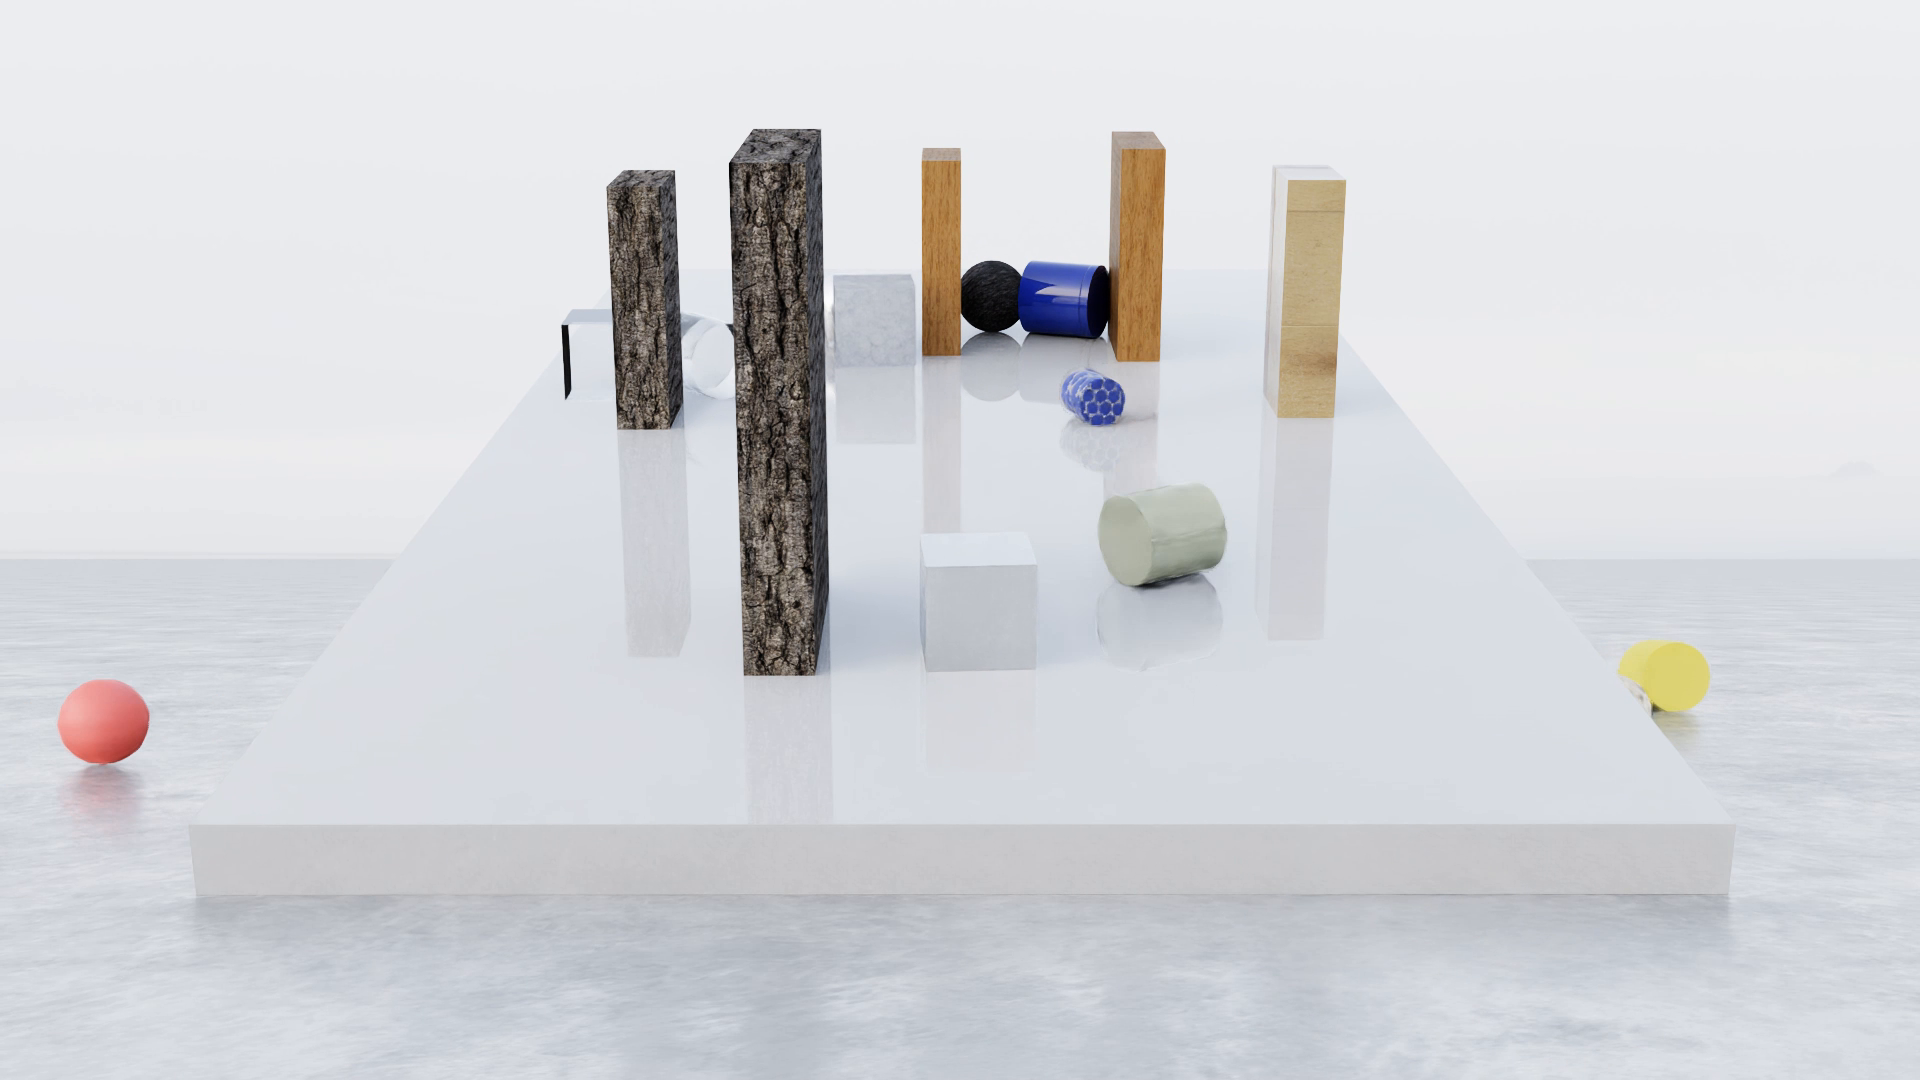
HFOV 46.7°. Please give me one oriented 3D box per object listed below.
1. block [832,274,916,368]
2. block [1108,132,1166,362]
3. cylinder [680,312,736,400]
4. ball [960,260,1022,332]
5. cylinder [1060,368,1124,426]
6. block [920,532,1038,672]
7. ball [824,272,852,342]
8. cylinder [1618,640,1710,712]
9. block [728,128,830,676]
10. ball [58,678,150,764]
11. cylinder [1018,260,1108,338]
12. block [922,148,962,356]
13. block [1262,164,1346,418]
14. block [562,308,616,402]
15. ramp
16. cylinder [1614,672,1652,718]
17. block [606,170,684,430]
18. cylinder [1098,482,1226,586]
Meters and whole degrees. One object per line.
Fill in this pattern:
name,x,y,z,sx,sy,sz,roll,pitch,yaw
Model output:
block,-0.212,-0.540,5.476,0.194,0.194,0.194,-1,17,-5
block,0.439,-0.739,5.570,0.106,0.521,0.355,0,17,0
cylinder,-0.589,-0.427,5.142,0.176,0.176,0.176,0,14,-38
ball,0.084,-0.635,5.797,0.187,0.187,0.187,0,0,0
cylinder,0.292,-0.316,4.900,0.107,0.107,0.107,0,16,-22
block,0.027,0.095,3.468,0.170,0.170,0.170,-1,17,-4
ball,-0.294,-0.589,5.652,0.183,0.183,0.183,0,0,0
cylinder,1.999,0.385,6.320,0.194,0.194,0.194,0,0,-4
block,-0.276,-0.225,3.473,0.109,0.777,0.411,0,17,0
ball,-1.804,0.382,4.690,0.181,0.181,0.181,0,0,0
cylinder,0.272,-0.625,5.762,0.188,0.188,0.188,7,2,22
block,-0.046,-0.727,5.592,0.097,0.483,0.248,0,17,0
block,0.767,-0.559,4.978,0.126,0.527,0.243,0,17,0
block,-0.814,-0.428,5.138,0.179,0.179,0.179,0,17,-2
ramp,-0.003,-0.176,4.799,2.000,0.100,4.000,0,17,0
cylinder,1.482,0.389,5.098,0.173,0.173,0.173,0,0,8
block,-0.687,-0.529,4.879,0.114,0.526,0.262,0,17,0
cylinder,0.347,-0.011,3.829,0.158,0.158,0.158,-11,5,-30
